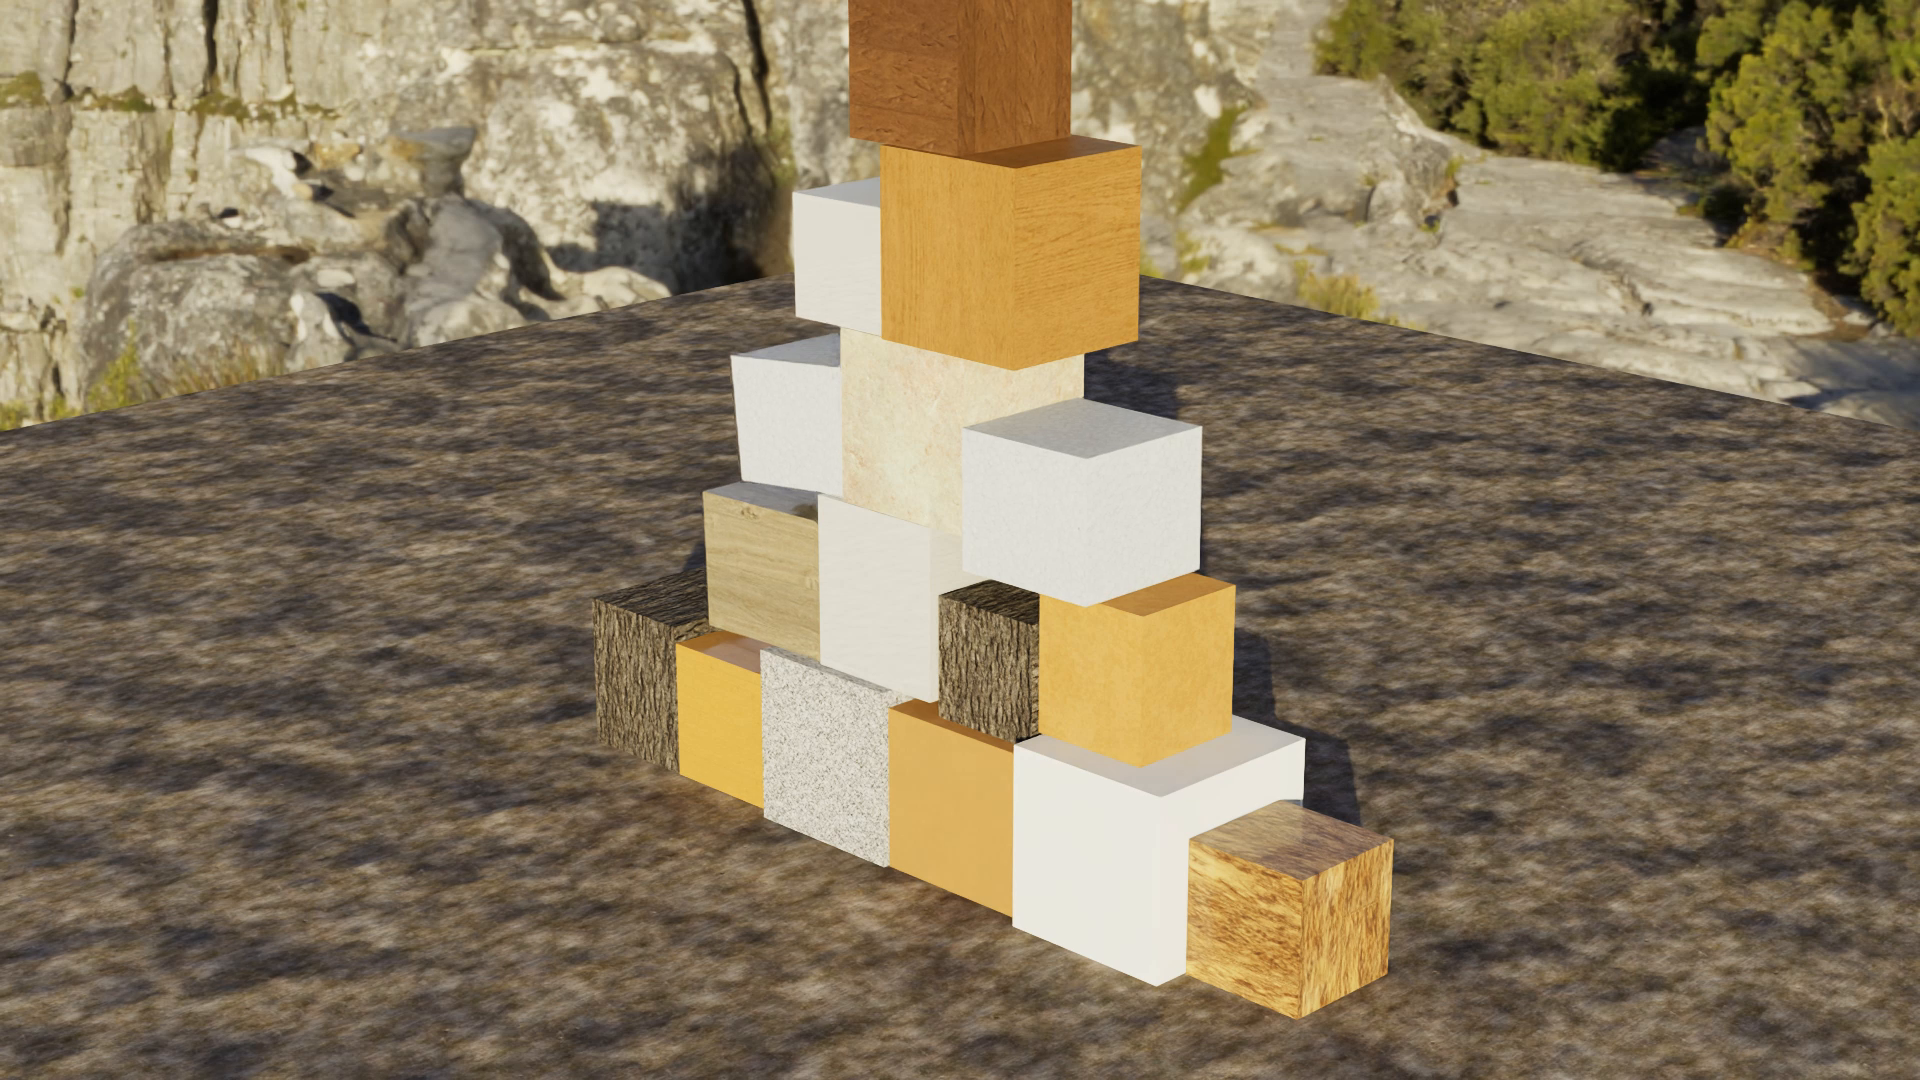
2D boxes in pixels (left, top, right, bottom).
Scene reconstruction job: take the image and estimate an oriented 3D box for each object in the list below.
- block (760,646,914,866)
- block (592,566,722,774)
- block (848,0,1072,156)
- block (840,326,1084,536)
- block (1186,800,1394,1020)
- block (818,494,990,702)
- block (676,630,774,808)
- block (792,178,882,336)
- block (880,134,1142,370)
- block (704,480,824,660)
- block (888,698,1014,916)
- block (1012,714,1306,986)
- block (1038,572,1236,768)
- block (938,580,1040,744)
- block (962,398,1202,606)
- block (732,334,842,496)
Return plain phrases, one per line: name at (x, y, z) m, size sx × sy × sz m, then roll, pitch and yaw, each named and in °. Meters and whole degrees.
block at (-0.347, 0.925, 13.977) m, size 0.847 × 0.855 × 0.838 m, roll -17°, pitch 24°, yaw -42°
block at (-1.371, 0.651, 14.985) m, size 0.742 × 0.773 × 0.645 m, roll -17°, pitch 24°, yaw -42°
block at (0.002, -2.138, 12.668) m, size 0.697 × 0.797 × 0.665 m, roll -17°, pitch 24°, yaw -42°
block at (0.012, -0.560, 13.183) m, size 0.760 × 0.809 × 0.775 m, roll -17°, pitch 24°, yaw -42°
block at (1.389, 1.549, 12.378) m, size 0.608 × 0.622 × 0.604 m, roll -17°, pitch 24°, yaw -42°
block at (-0.119, 0.181, 13.546) m, size 0.772 × 0.823 × 0.729 m, roll -17°, pitch 24°, yaw -42°
block at (-0.893, 0.836, 14.532) m, size 0.726 × 0.691 × 0.701 m, roll -17°, pitch 24°, yaw -42°
block at (-0.289, -1.300, 13.240) m, size 0.700 × 0.568 × 0.592 m, roll -17°, pitch 23°, yaw -42°
block at (0.218, -1.286, 12.717) m, size 0.782 × 0.856 × 0.807 m, roll -17°, pitch 24°, yaw -42°
block at (-0.691, 0.091, 14.091) m, size 0.694 × 0.672 × 0.812 m, roll -17°, pitch 22°, yaw -42°
block at (0.273, 1.135, 13.431) m, size 0.847 × 0.780 × 0.845 m, roll -17°, pitch 24°, yaw -42°
block at (0.867, 1.283, 12.834) m, size 0.950 × 0.857 × 0.844 m, roll -17°, pitch 24°, yaw -42°
block at (0.764, 0.517, 12.713) m, size 0.598 × 0.677 × 0.592 m, roll -17°, pitch 24°, yaw -42°
block at (0.327, 0.517, 13.136) m, size 0.616 × 0.576 × 0.578 m, roll -17°, pitch 24°, yaw -42°
block at (0.527, -0.178, 12.719) m, size 0.733 × 0.645 × 0.730 m, roll -17°, pitch 23°, yaw -42°
block at (-0.569, -0.597, 13.730) m, size 0.638 × 0.596 × 0.721 m, roll -17°, pitch 18°, yaw -42°
